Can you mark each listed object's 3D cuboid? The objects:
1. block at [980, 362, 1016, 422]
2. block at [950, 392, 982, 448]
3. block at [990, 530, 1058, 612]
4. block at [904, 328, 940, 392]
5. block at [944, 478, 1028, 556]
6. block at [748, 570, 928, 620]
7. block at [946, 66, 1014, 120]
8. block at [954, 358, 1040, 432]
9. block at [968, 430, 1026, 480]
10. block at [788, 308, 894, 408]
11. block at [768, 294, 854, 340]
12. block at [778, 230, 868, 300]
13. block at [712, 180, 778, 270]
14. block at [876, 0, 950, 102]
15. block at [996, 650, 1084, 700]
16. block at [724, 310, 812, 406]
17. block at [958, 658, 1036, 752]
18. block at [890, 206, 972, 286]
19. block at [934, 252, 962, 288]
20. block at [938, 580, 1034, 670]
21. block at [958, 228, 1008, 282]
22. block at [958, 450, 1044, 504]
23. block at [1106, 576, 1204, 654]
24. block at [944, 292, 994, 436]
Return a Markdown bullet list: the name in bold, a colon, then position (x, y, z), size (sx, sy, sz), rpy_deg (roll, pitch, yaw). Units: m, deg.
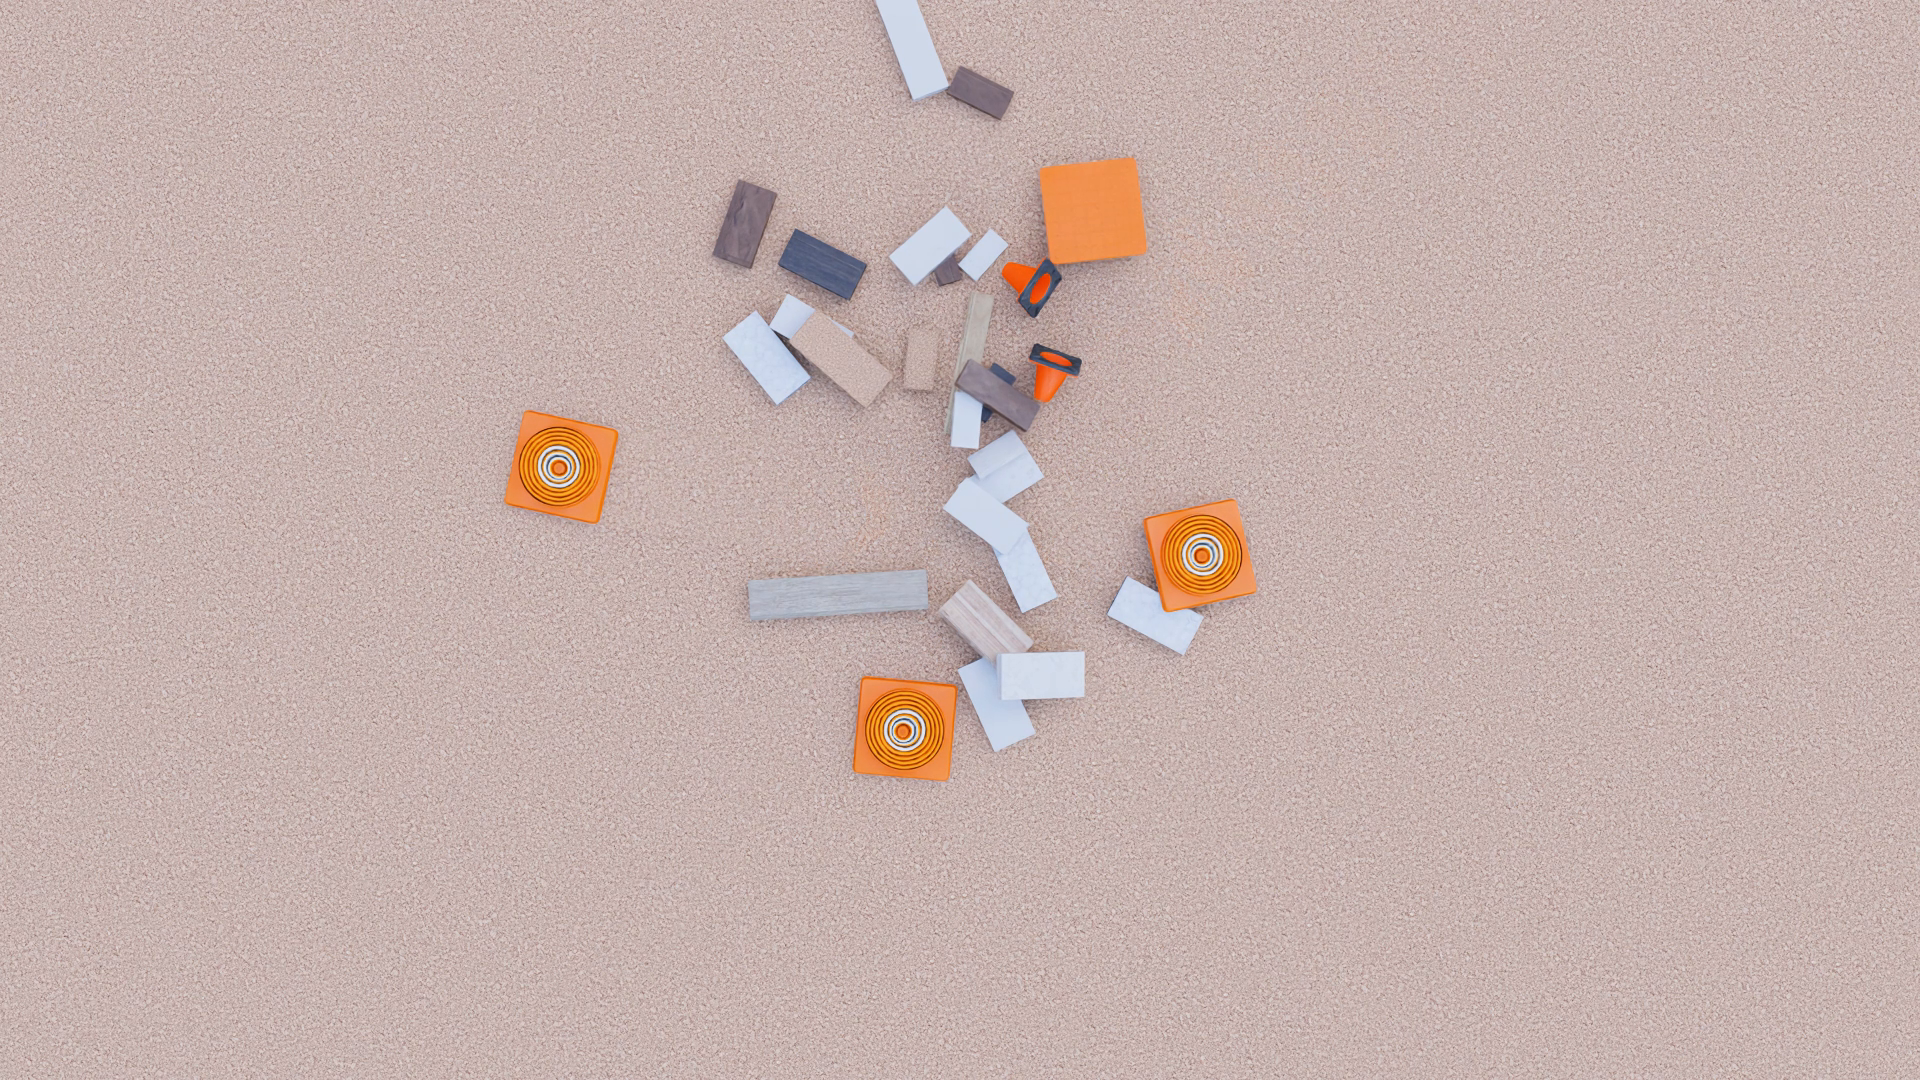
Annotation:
- **block**: position (0.099, -0.489, 5.473), size (0.090, 0.026, 0.180), rpy_deg (35, 86, -10)
- **block**: position (0.022, -0.394, 5.436), size (0.090, 0.026, 0.180), rpy_deg (5, 91, -11)
- **block**: position (0.211, 0.098, 5.482), size (0.129, 0.037, 0.258), rpy_deg (-25, 90, 0)
- **block**: position (-0.128, -0.598, 5.486), size (0.100, 0.028, 0.200), rpy_deg (6, 90, 0)
- **block**: position (0.086, -0.078, 5.445), size (0.258, 0.037, 0.129), rpy_deg (37, 90, 0)
- **block**: position (-0.403, 0.181, 5.481), size (0.591, 0.037, 0.132), rpy_deg (-4, 90, 0)
- **block**: position (0.068, -1.486, 5.486), size (0.200, 0.028, 0.100), rpy_deg (26, 90, 0)
- **block**: position (0.124, -0.476, 5.434), size (0.289, 0.028, 0.100), rpy_deg (33, 74, -16)
- **block**: position (0.122, -0.284, 5.462), size (0.180, 0.026, 0.090), rpy_deg (-32, 51, 0)
- **block**: position (-0.392, -0.598, 5.446), size (0.333, 0.041, 0.144), rpy_deg (41, 88, -11)
- **block**: position (-0.492, -0.695, 5.461), size (0.252, 0.036, 0.126), rpy_deg (30, 90, -10)
- **block**: position (-0.457, -0.915, 5.481), size (0.264, 0.037, 0.132), rpy_deg (27, 90, 0)
- **block**: position (-0.715, -1.049, 5.481), size (0.132, 0.037, 0.264), rpy_deg (20, 90, 0)
- **block**: position (-0.166, -1.669, 5.482), size (0.126, 0.036, 0.398), rpy_deg (-21, 90, 0)
- **block**: position (0.266, 0.444, 5.424), size (0.299, 0.042, 0.149), rpy_deg (0, 90, -22)
- **block**: position (-0.641, -0.604, 5.480), size (0.144, 0.041, 0.287), rpy_deg (-39, 90, 0)
- **block**: position (0.121, 0.534, 5.479), size (0.149, 0.042, 0.299), rpy_deg (-24, 90, 0)
- **block**: position (-0.098, -0.972, 5.459), size (0.252, 0.036, 0.126), rpy_deg (-41, 90, 0)
- **block**: position (-0.055, -0.933, 5.489), size (0.081, 0.023, 0.162), rpy_deg (-17, 90, 0)
- **block**: position (0.085, 0.289, 5.449), size (0.299, 0.042, 0.149), rpy_deg (44, 74, 4)
- **block**: position (0.078, -0.947, 5.489), size (0.081, 0.023, 0.162), rpy_deg (42, 90, 0)
- **block**: position (0.136, -0.195, 5.482), size (0.258, 0.037, 0.129), rpy_deg (-32, 90, 0)
- **block**: position (0.647, 0.251, 5.480), size (0.287, 0.041, 0.144), rpy_deg (28, 90, 0)
- **block**: position (0.029, -0.583, 5.489), size (0.081, 0.023, 0.479), rpy_deg (11, 90, 0)
